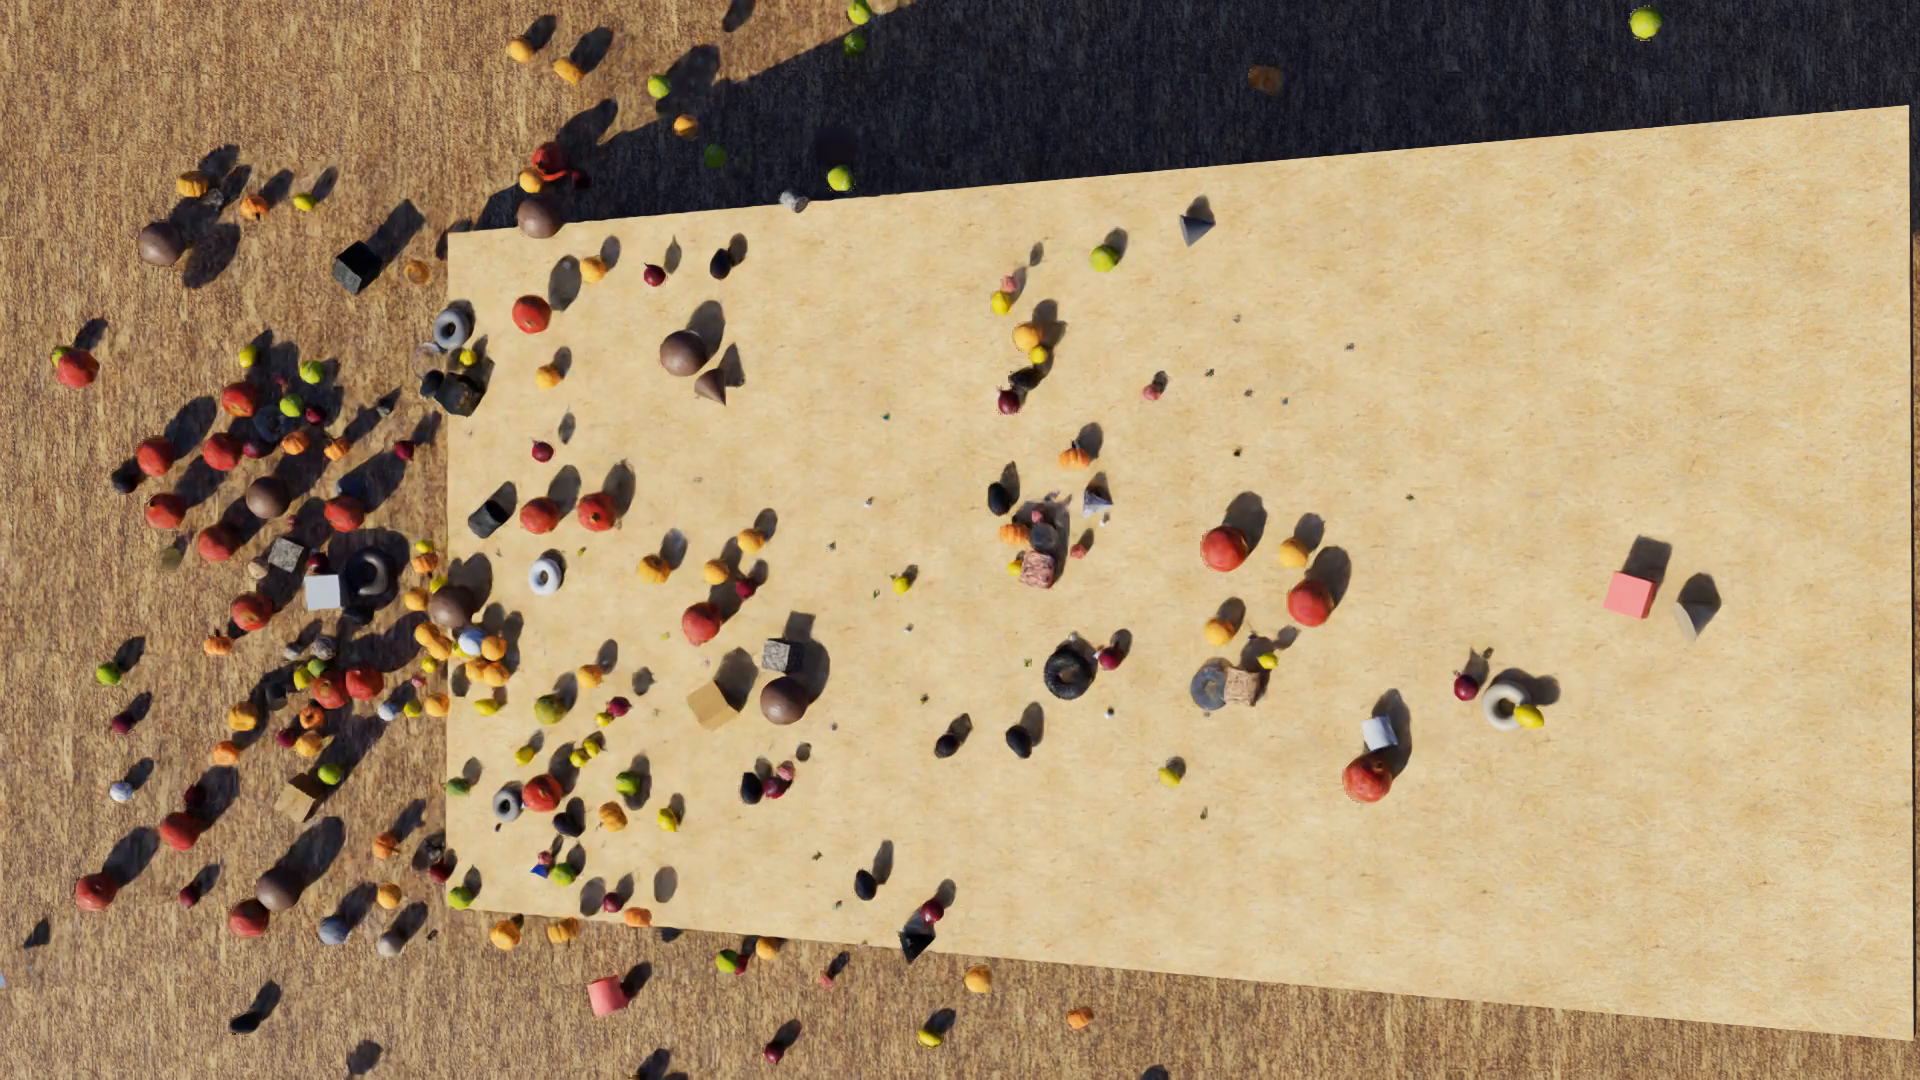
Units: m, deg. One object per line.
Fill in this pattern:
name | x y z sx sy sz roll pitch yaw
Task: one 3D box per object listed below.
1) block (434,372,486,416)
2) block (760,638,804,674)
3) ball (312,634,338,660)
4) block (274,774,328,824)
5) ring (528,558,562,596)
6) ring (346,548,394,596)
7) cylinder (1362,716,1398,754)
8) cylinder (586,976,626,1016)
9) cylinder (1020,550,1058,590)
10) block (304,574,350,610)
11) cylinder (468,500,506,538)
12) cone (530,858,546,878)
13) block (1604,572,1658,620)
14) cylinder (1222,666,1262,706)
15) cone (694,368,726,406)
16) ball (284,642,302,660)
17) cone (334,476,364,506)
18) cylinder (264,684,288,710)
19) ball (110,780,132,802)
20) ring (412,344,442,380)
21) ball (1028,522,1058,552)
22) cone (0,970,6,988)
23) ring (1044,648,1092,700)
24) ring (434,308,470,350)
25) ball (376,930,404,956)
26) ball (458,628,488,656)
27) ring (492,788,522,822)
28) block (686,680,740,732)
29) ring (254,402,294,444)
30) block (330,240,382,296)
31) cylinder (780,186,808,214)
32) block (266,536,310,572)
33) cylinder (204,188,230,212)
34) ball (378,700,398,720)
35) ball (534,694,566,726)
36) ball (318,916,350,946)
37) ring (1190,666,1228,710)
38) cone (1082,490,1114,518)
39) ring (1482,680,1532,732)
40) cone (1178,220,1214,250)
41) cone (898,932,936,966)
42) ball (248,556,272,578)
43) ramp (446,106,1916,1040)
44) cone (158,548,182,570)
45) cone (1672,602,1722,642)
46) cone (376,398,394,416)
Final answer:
block | -1.470 -0.427 6.461 0.087 0.087 0.087 43 108 21
block | -0.479 0.313 5.948 0.079 0.079 0.079 12 95 27
ball | -1.893 0.319 6.556 0.077 0.077 0.077 0 89 0
block | -1.958 0.770 6.534 0.096 0.096 0.096 33 103 1
ring | -1.198 0.106 6.344 0.112 0.037 0.112 0 91 28
ring | -1.771 0.095 6.597 0.148 0.049 0.148 0 88 1
cylinder | 0.990 0.459 5.187 0.069 0.069 0.069 -15 72 0
cylinder | -1.036 1.334 6.442 0.093 0.093 0.093 -17 86 0
cylinder | 0.199 0.074 5.597 0.085 0.085 0.085 10 95 0
block | -1.890 0.155 6.571 0.099 0.099 0.099 -5 89 0
cylinder | -1.379 -0.060 6.414 0.080 0.080 0.080 -32 89 28
cone | -1.203 0.939 6.335 0.054 0.054 0.054 24 80 0
block | 1.502 0.123 4.926 0.085 0.085 0.085 18 98 26
cylinder | 0.686 0.356 5.345 0.082 0.082 0.082 10 93 0
cone | -0.665 -0.400 6.033 0.098 0.098 0.098 -37 63 0
ball | -1.998 0.332 6.584 0.054 0.054 0.054 0 89 0
cone | -1.839 -0.150 6.577 0.092 0.092 0.092 0 89 0
cylinder | -2.044 0.468 6.576 0.057 0.057 0.057 -31 55 0
ball | -2.510 0.752 6.582 0.063 0.063 0.063 0 89 0
ring | -1.588 -0.531 6.554 0.112 0.037 0.112 0 90 30
ball | 0.211 -0.006 5.596 0.078 0.078 0.078 0 89 0
cone | -2.854 1.308 6.528 0.067 0.067 0.067 42 90 3
ring | 0.272 0.341 5.581 0.131 0.044 0.131 0 91 27
ring | -1.504 -0.625 6.507 0.126 0.042 0.126 -1 89 29
ball | -1.703 1.206 6.570 0.078 0.078 0.078 0 89 0
ball | -1.420 0.296 6.411 0.082 0.082 0.082 0 89 0
ring | -1.317 0.771 6.400 0.101 0.034 0.101 -1 88 28
block | -0.678 0.453 6.023 0.092 0.092 0.092 -34 70 2
ring | -2.052 -0.351 6.577 0.126 0.042 0.126 7 80 -42
block | -1.799 -0.812 6.558 0.097 0.097 0.097 42 54 -3
cylinder | -0.449 -0.922 5.959 0.054 0.054 0.054 36 89 24
block | -2.008 0.043 6.580 0.082 0.082 0.082 25 89 0
cylinder | -2.230 -1.021 6.598 0.055 0.055 0.055 29 88 0
ball | -1.713 0.511 6.587 0.060 0.060 0.060 0 89 0
ball | -1.175 0.485 6.297 0.091 0.091 0.091 0 89 0
ball | -1.870 1.165 6.565 0.088 0.088 0.088 0 89 0
ring | 0.617 0.366 5.407 0.108 0.036 0.108 0 89 27
cone | 0.349 -0.090 5.550 0.078 0.078 0.078 3 89 1
ring | 1.262 0.382 5.073 0.120 0.040 0.120 0 91 28
cone | 0.594 -0.771 5.430 0.083 0.083 0.083 -22 89 14
cone | -0.105 1.056 5.767 0.093 0.093 0.093 -19 89 -3
ball | -2.096 0.082 6.588 0.067 0.067 0.067 0 89 0
ramp | 0.278 0.079 5.661 4.000 0.100 2.000 0 89 27
cone | -2.380 0.057 6.585 0.072 0.072 0.072 0 89 0
cone | 1.648 0.162 4.874 0.097 0.097 0.097 -24 89 -2
cone | -1.734 -0.401 6.599 0.053 0.053 0.053 0 89 0
